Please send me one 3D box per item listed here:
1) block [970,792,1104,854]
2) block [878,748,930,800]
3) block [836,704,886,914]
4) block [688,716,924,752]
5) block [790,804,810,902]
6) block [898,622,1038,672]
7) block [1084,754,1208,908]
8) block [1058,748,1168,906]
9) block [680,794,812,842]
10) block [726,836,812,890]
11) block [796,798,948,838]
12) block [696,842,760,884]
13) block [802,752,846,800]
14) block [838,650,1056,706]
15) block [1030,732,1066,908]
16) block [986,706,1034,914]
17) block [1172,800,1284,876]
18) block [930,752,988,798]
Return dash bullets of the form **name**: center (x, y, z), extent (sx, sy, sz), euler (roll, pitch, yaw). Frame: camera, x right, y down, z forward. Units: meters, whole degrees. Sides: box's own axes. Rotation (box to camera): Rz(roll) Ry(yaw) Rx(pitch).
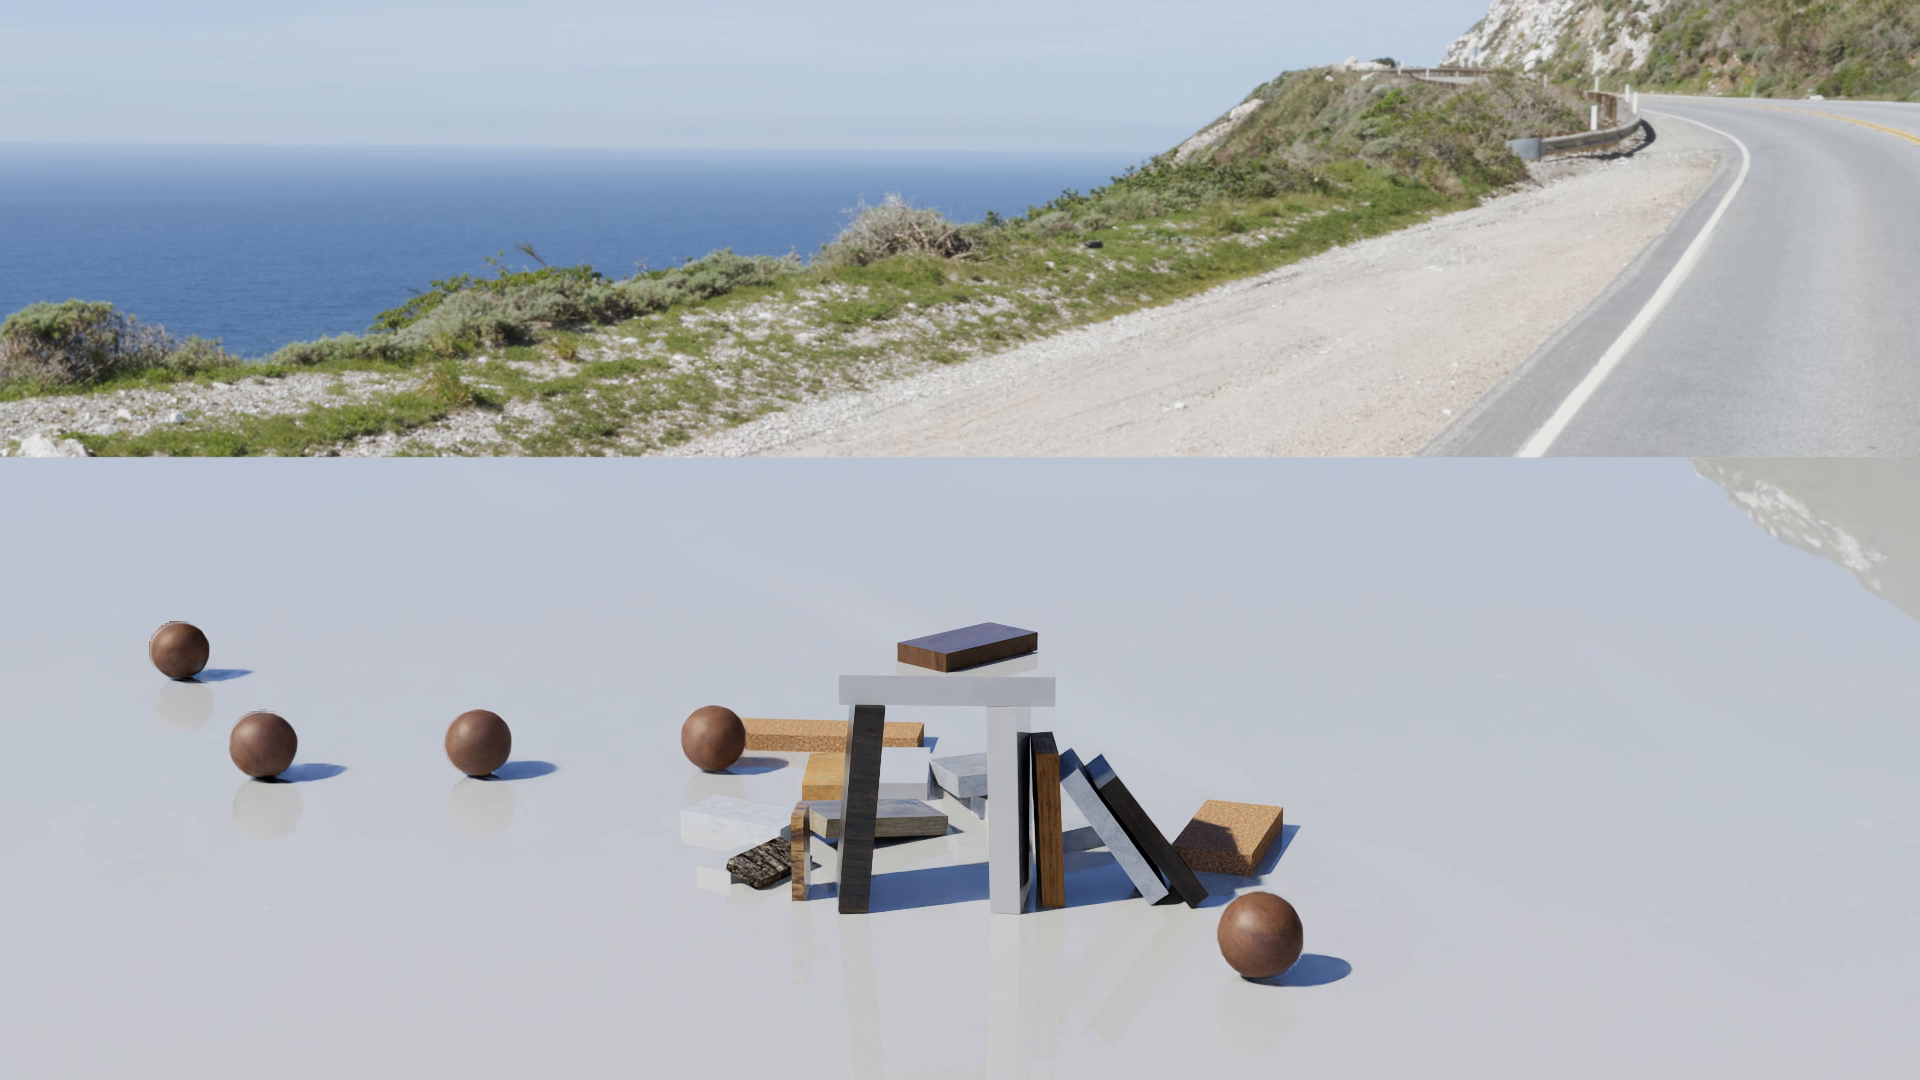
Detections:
- **block**: center (0.158, 0.504, 4.020), extent (0.141, 0.040, 0.283), euler (-7, 13, -33)
- **block**: center (-0.123, 0.456, 4.296), extent (0.123, 0.035, 0.246), euler (0, 11, 0)
- **block**: center (-0.165, 0.421, 3.627), extent (0.049, 0.346, 0.173), euler (4, 10, -5)
- **block**: center (-0.317, 0.406, 4.565), extent (0.474, 0.035, 0.123), euler (1, 11, 5)
- **block**: center (-0.265, 0.518, 3.655), extent (0.021, 0.146, 0.073), euler (1, 11, 4)
- **block**: center (0.014, 0.176, 3.640), extent (0.111, 0.031, 0.221), euler (10, 14, 43)
- **block**: center (0.307, 0.479, 3.631), extent (0.037, 0.261, 0.131), euler (-37, 13, 0)
- **block**: center (0.250, 0.474, 3.651), extent (0.037, 0.261, 0.131), euler (-35, 10, 4)
- **block**: center (-0.387, 0.510, 4.013), extent (0.221, 0.031, 0.111), euler (6, 12, 29)
- **block**: center (-0.325, 0.551, 3.757), extent (0.073, 0.021, 0.146), euler (28, 23, 26)
- **block**: center (-0.159, 0.501, 3.964), extent (0.246, 0.035, 0.123), euler (3, 8, -31)
- **block**: center (-0.378, 0.557, 3.791), extent (0.073, 0.021, 0.146), euler (7, 12, 32)
- **block**: center (-0.244, 0.460, 4.282), extent (0.111, 0.031, 0.221), euler (0, 11, 0)
- **block**: center (-0.019, 0.225, 3.596), extent (0.346, 0.049, 0.173), euler (1, 10, 1)
- **block**: center (0.145, 0.462, 3.641), extent (0.037, 0.261, 0.131), euler (-3, 11, -2)
- **block**: center (0.083, 0.422, 3.627), extent (0.049, 0.346, 0.173), euler (0, 10, 9)
- **block**: center (0.476, 0.526, 3.902), extent (0.141, 0.040, 0.283), euler (4, 11, 19)
- **block**: center (0.038, 0.445, 4.189), extent (0.141, 0.040, 0.283), euler (-6, 2, -11)
